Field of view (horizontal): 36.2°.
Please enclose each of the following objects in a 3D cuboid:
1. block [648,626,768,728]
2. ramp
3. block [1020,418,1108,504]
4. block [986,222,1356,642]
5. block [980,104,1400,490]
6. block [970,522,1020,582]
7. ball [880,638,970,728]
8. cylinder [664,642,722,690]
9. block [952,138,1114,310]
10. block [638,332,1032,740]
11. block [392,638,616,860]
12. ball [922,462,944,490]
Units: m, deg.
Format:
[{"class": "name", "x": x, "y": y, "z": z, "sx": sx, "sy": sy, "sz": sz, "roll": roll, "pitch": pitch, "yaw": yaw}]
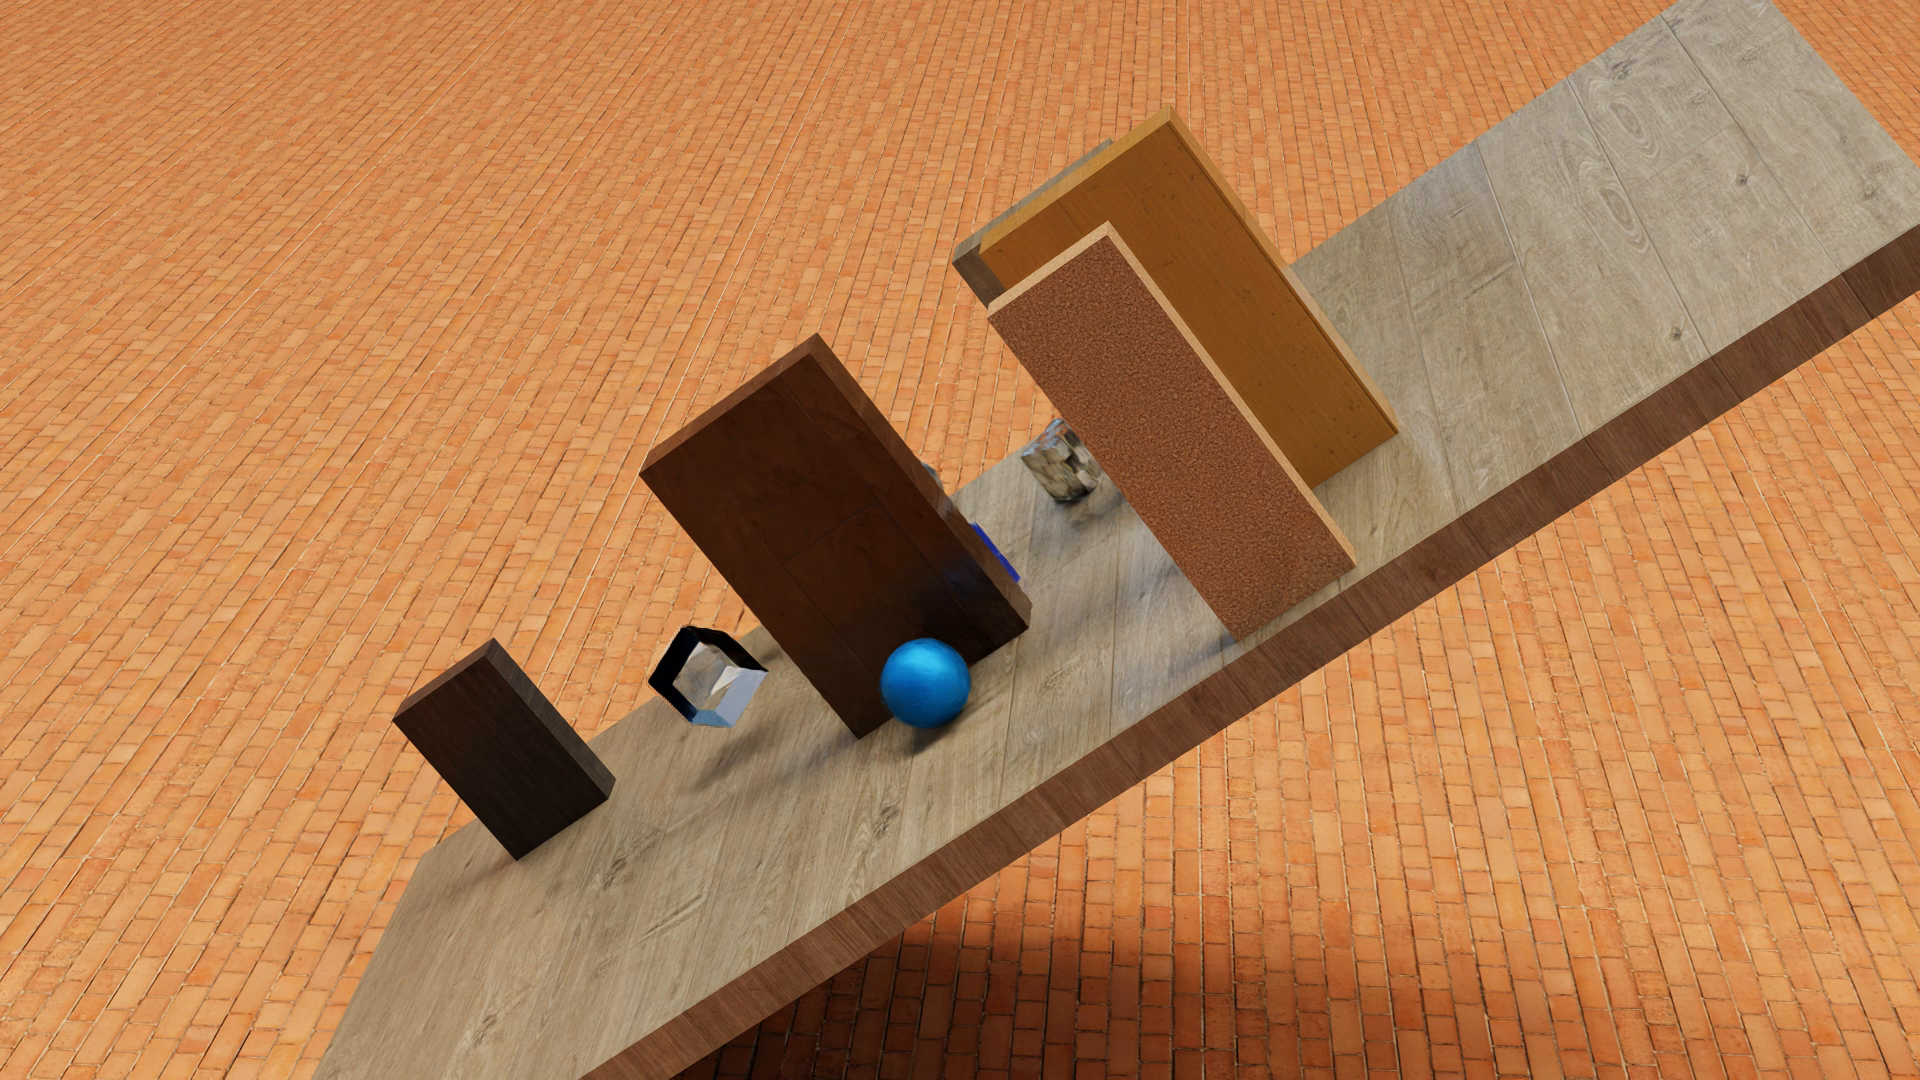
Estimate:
[{"class": "block", "x": -0.570, "y": 0.309, "z": 6.657, "sx": 0.158, "sy": 0.158, "sz": 0.158, "roll": 41, "pitch": 15, "yaw": 30}, {"class": "ramp", "x": 0.130, "y": 0.178, "z": 6.320, "sx": 4.000, "sy": 0.100, "sz": 2.000, "roll": -34, "pitch": 16, "yaw": 16}, {"class": "block", "x": 0.253, "y": -0.189, "z": 6.633, "sx": 0.138, "sy": 0.138, "sz": 0.138, "roll": -48, "pitch": 18, "yaw": -30}, {"class": "block", "x": 0.377, "y": -0.184, "z": 5.185, "sx": 0.257, "sy": 0.753, "sz": 0.084, "roll": -34, "pitch": 16, "yaw": 16}, {"class": "block", "x": 0.442, "y": -0.395, "z": 5.636, "sx": 0.440, "sy": 0.754, "sz": 0.125, "roll": -34, "pitch": 16, "yaw": 16}, {"class": "block", "x": -0.006, "y": 0.090, "z": 6.386, "sx": 0.161, "sy": 0.161, "sz": 0.161, "roll": -21, "pitch": 23, "yaw": 47}, {"class": "ball", "x": -0.070, "y": 0.288, "z": 5.930, "sx": 0.181, "sy": 0.181, "sz": 0.181, "roll": 0, "pitch": 22, "yaw": 0}, {"class": "cylinder", "x": -0.689, "y": 0.363, "z": 7.742, "sx": 0.139, "sy": 0.139, "sz": 0.139, "roll": 6, "pitch": 29, "yaw": 13}, {"class": "block", "x": 0.343, "y": -0.468, "z": 6.256, "sx": 0.406, "sy": 0.650, "sz": 0.126, "roll": -34, "pitch": 16, "yaw": 16}, {"class": "block", "x": -0.253, "y": -0.001, "z": 6.114, "sx": 0.449, "sy": 0.740, "sz": 0.132, "roll": -34, "pitch": 16, "yaw": 16}, {"class": "block", "x": -1.098, "y": 0.507, "z": 7.102, "sx": 0.295, "sy": 0.465, "sz": 0.106, "roll": -34, "pitch": 16, "yaw": 16}, {"class": "ball", "x": -0.122, "y": -0.112, "z": 7.202, "sx": 0.170, "sy": 0.170, "sz": 0.170, "roll": 0, "pitch": 22, "yaw": 0}]
